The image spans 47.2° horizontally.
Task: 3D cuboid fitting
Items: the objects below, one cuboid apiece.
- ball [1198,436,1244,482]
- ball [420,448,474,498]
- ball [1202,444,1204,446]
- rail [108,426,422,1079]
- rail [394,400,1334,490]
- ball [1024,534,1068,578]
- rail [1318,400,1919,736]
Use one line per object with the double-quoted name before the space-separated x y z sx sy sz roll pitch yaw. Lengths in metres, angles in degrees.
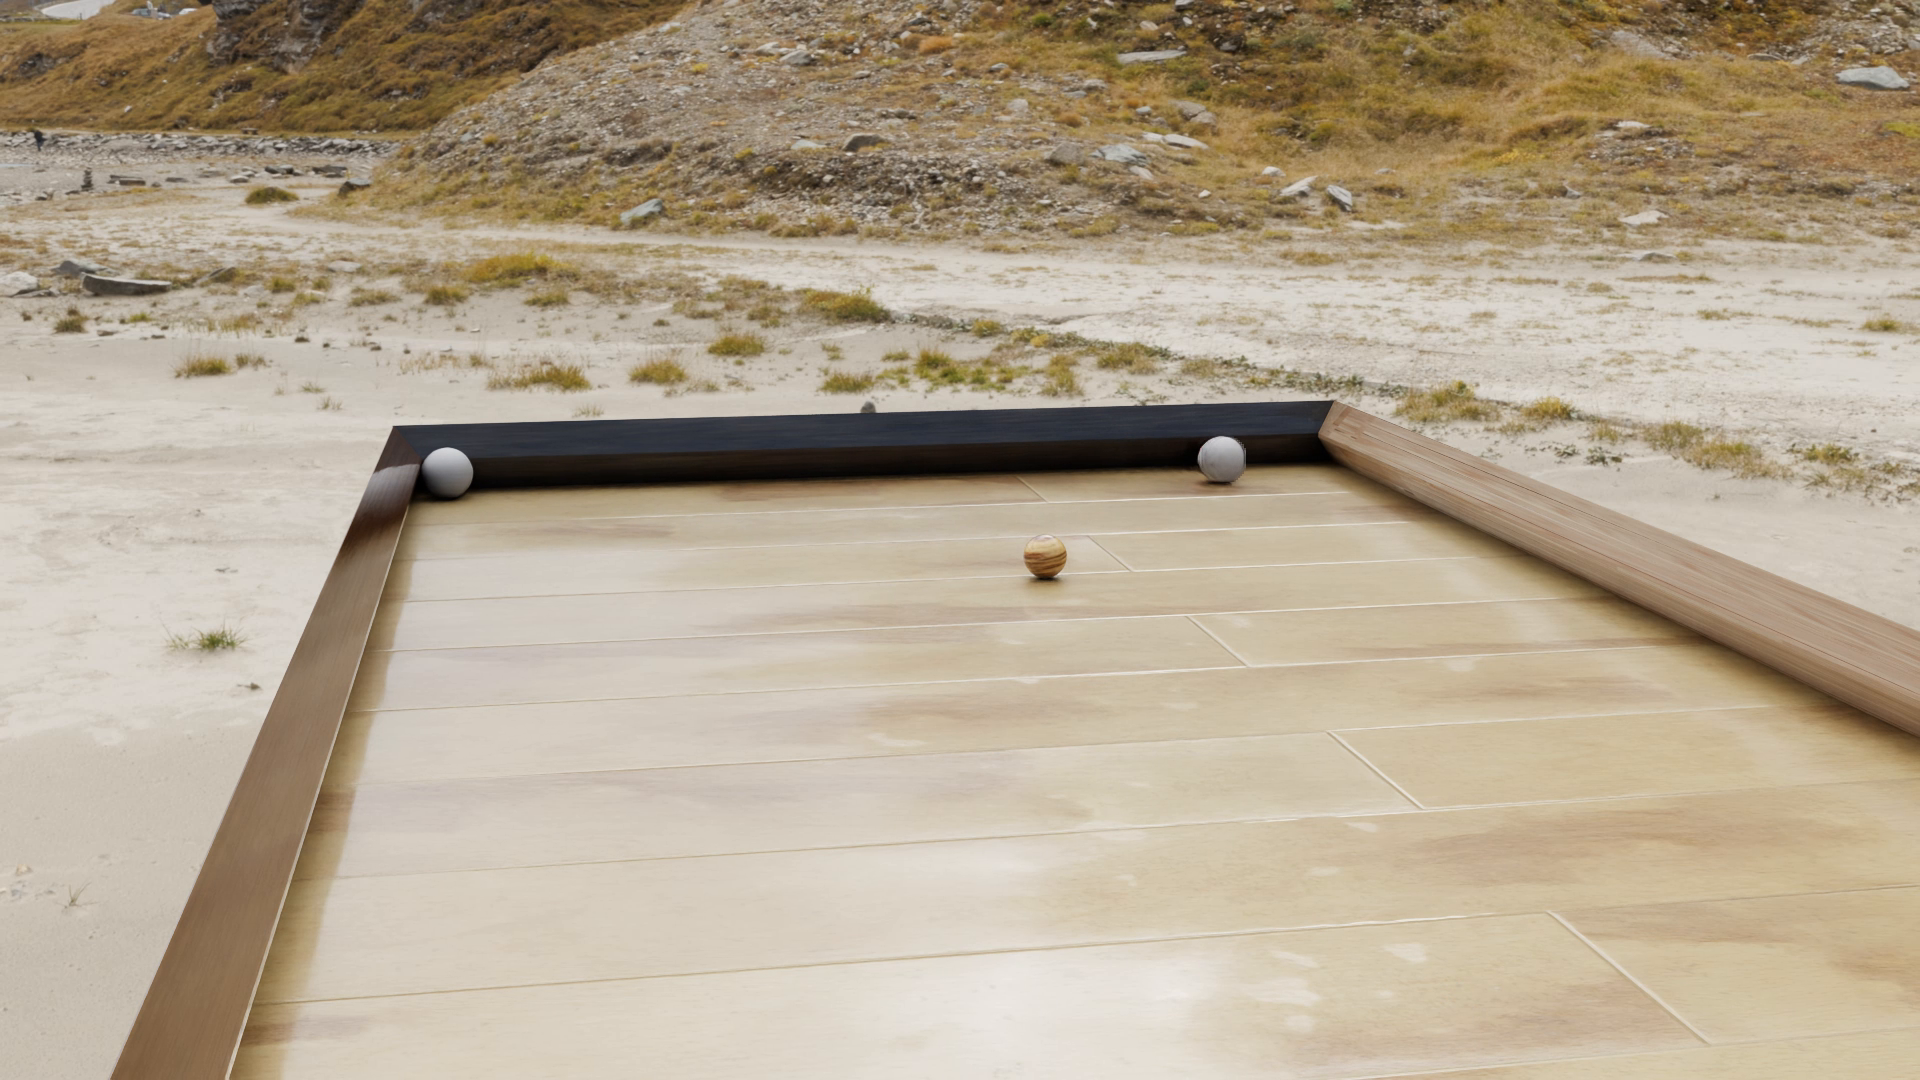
"ball" 0.425 -0.131 3.575 0.075 0.075 0.075 0 12 0
"ball" -0.801 -0.104 3.434 0.080 0.080 0.080 0 12 0
"ball" 0.426 -0.142 3.687 0.051 0.051 0.051 0 12 0
"rail" -0.620 0.146 2.156 0.045 0.103 2.796 -2 12 -10
"rail" -0.124 -0.155 3.616 1.570 0.103 0.045 -2 12 -10
"ball" 0.112 0.021 2.880 0.058 0.058 0.058 0 12 0
"rail" 0.877 0.090 2.430 0.045 0.103 2.796 -2 12 -10
